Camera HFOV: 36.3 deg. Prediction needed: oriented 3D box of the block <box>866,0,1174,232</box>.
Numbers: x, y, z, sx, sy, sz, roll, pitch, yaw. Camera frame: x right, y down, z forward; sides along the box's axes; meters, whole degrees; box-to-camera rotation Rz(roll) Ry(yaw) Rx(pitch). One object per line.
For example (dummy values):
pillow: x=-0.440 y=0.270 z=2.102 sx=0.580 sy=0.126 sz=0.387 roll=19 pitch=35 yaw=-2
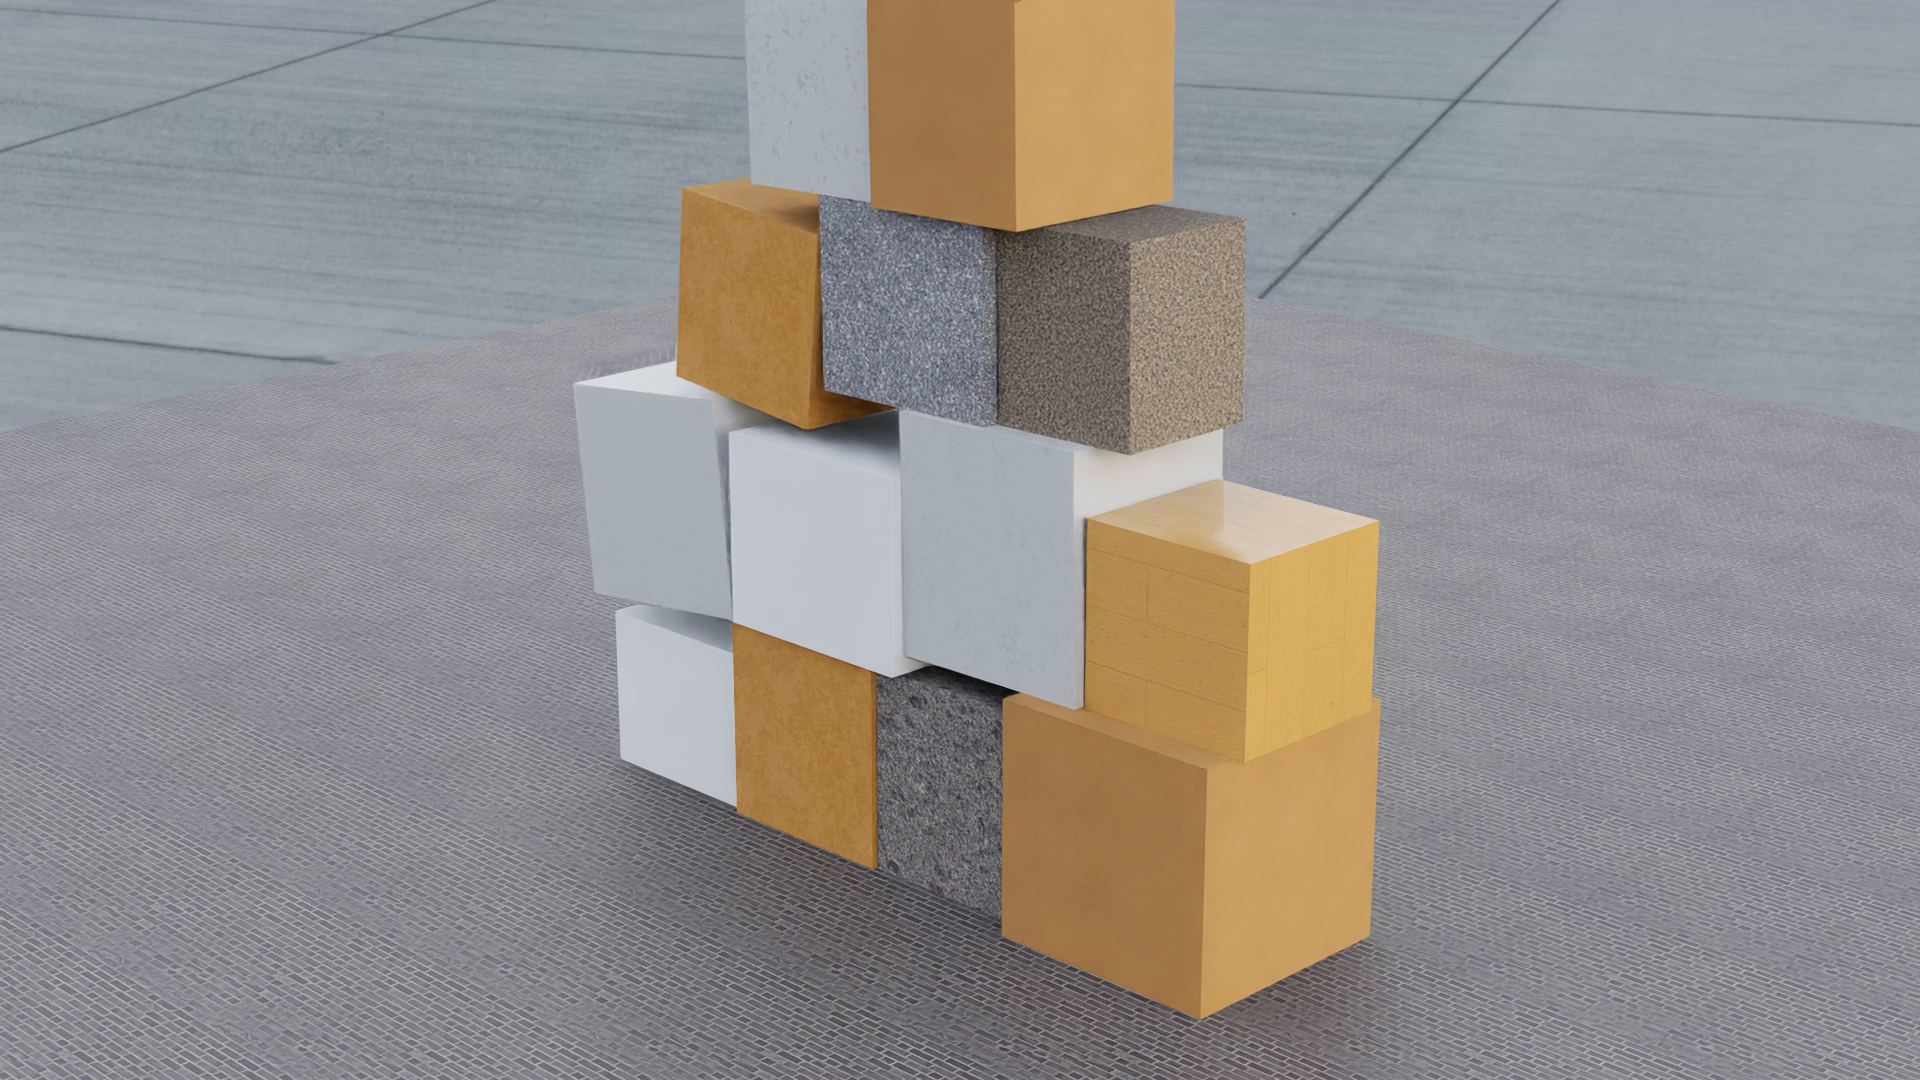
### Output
block: x=0.260 y=-1.922 z=12.443 sx=0.864 sy=0.998 sz=0.972 roll=15 pitch=23 yaw=43

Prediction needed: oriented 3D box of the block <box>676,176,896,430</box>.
block: x=-0.672 y=-1.154 z=13.693 sx=0.885 sy=0.912 sz=0.928 roll=-17 pitch=29 yaw=-42

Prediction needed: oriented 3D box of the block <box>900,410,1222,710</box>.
block: x=0.445 y=-0.023 z=12.876 sx=0.949 sy=1.120 sz=1.033 roll=-17 pitch=23 yaw=-42

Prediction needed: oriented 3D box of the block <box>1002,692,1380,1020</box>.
block: x=0.988 y=1.205 z=12.667 sx=1.137 sy=1.106 sz=1.141 roll=-17 pitch=24 yaw=-42

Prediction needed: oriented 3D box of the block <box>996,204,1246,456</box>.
block: x=0.678 y=-0.916 z=12.358 sx=0.720 sy=0.881 sz=0.750 roll=-17 pitch=23 yaw=-42

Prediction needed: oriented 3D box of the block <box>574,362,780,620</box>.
block: x=-1.098 y=-0.305 z=14.411 sx=1.076 sy=1.055 sz=1.052 roll=-17 pitch=18 yaw=-42

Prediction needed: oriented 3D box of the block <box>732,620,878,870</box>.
block: x=-0.398 y=0.839 z=14.015 sx=0.966 sy=0.996 sz=0.954 roll=-17 pitch=24 yaw=-42

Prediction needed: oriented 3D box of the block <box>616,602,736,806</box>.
block: x=-1.080 y=0.737 z=14.682 sx=0.860 sy=0.790 sz=0.935 roll=-17 pitch=24 yaw=-42

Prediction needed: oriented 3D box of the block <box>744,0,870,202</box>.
block: x=-0.344 y=-2.037 z=13.059 sx=0.850 sy=0.882 sz=0.852 roll=15 pitch=23 yaw=43

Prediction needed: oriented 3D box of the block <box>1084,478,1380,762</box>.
block: x=1.130 y=0.315 z=12.256 sx=0.831 sy=0.839 sz=0.875 roll=-17 pitch=24 yaw=-42

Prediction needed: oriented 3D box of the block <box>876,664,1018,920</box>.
block: x=0.267 y=1.041 z=13.387 sx=0.926 sy=0.988 sz=0.899 roll=-17 pitch=24 yaw=-42

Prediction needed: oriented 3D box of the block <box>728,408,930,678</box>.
block: x=-0.305 y=-0.054 z=13.655 sx=1.075 sy=0.924 sz=1.081 roll=-17 pitch=24 yaw=-42

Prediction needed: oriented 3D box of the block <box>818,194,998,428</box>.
block: x=0.053 y=-1.091 z=12.964 sx=1.008 sy=0.886 sz=0.878 roll=15 pitch=23 yaw=43
